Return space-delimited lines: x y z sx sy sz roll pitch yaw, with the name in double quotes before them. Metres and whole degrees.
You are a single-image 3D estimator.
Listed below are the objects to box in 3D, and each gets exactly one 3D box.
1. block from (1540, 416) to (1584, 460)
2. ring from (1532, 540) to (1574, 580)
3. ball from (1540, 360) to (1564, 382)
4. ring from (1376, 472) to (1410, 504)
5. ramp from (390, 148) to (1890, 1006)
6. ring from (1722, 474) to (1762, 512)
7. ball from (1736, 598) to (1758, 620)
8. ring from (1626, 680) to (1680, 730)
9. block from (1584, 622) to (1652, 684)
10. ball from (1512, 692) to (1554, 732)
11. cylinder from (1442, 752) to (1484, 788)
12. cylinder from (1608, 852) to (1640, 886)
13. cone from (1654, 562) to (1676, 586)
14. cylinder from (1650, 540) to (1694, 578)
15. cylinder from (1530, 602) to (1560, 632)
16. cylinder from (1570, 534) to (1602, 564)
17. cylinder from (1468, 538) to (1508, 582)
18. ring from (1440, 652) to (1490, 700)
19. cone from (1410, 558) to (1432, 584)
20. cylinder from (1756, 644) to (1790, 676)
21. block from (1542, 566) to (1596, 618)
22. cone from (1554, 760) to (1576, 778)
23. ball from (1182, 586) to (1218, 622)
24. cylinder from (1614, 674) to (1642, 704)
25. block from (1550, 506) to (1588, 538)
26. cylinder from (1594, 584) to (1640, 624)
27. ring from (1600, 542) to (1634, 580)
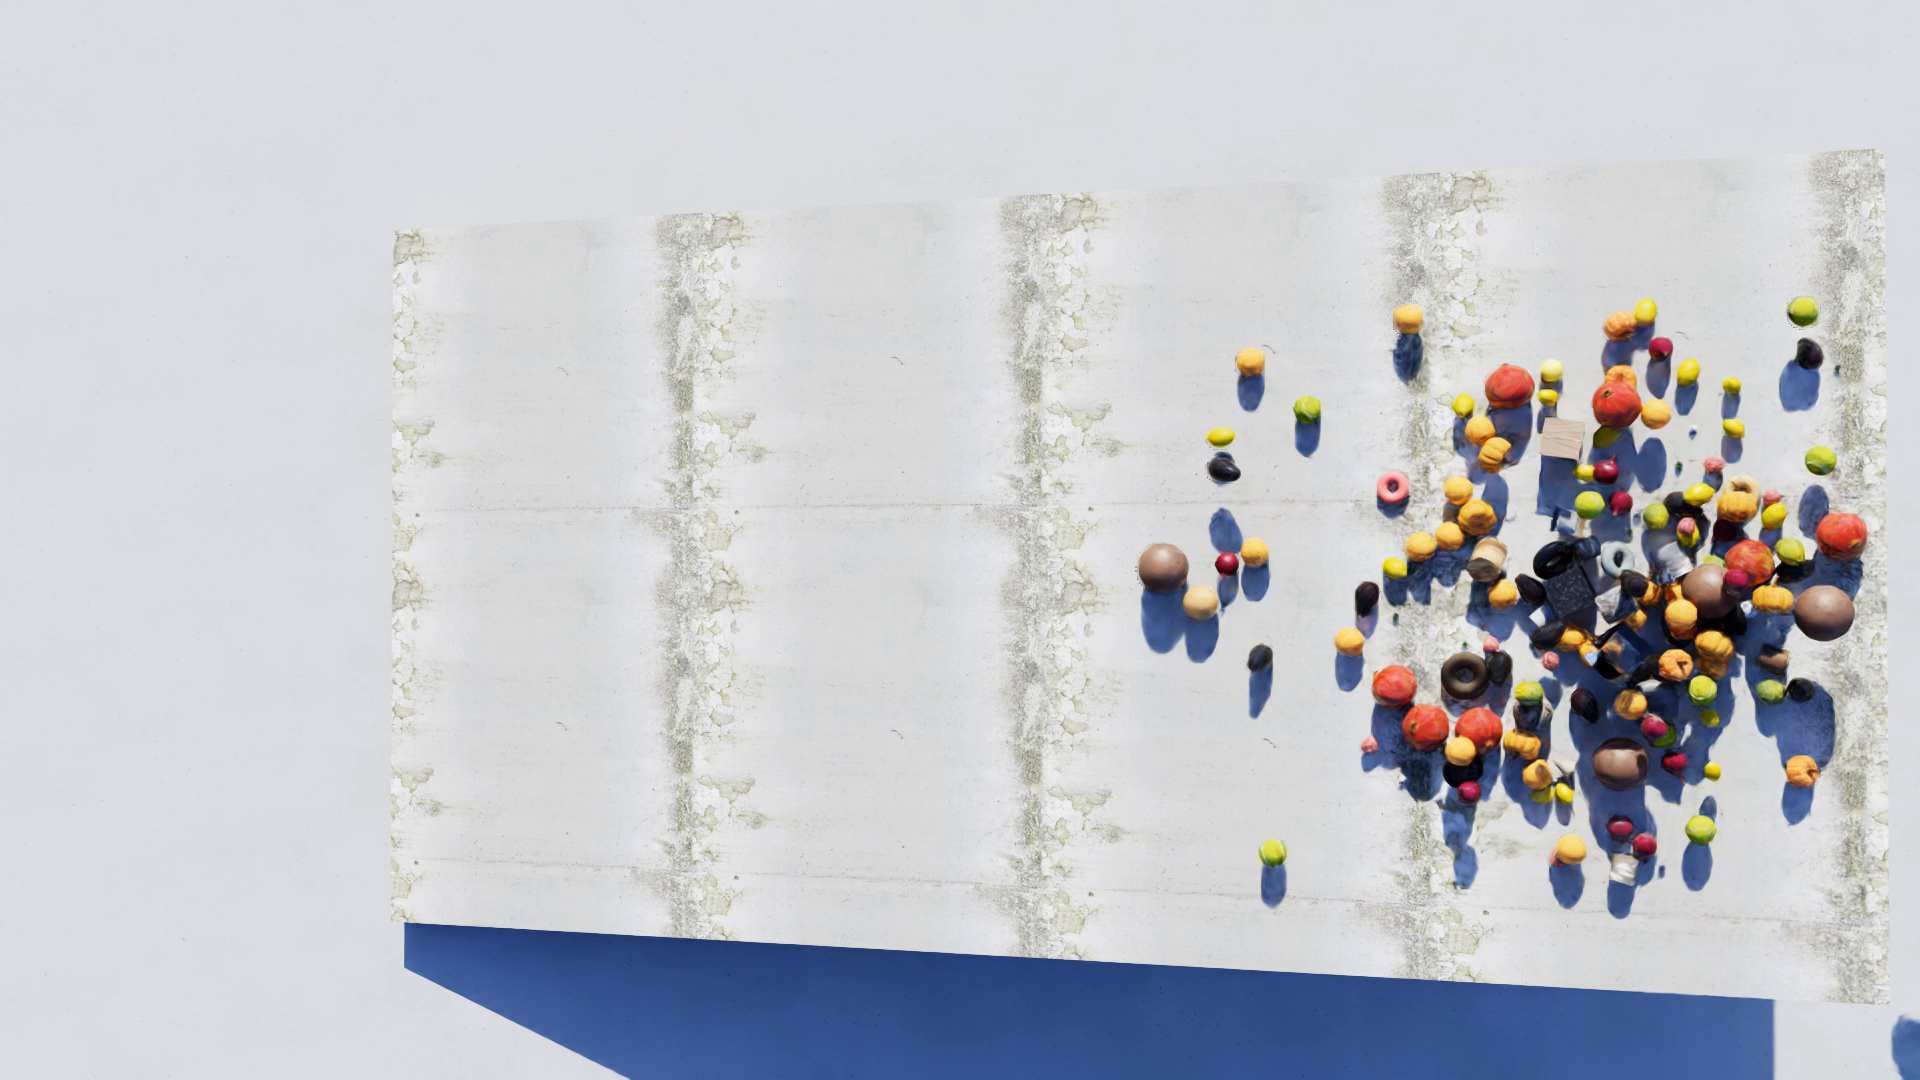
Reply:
"block" 1.456 -0.244 5.317 0.090 0.090 0.090 9 92 18
"ring" 1.434 0.049 5.319 0.109 0.036 0.109 -13 130 -15
"ball" 1.438 -0.412 5.344 0.055 0.055 0.055 0 89 0
"ring" 1.077 -0.130 5.470 0.083 0.028 0.083 -2 86 20
"ramp" 0.276 0.093 5.794 4.000 0.100 2.000 0 89 18
"ring" 1.855 -0.112 5.218 0.089 0.030 0.089 1 92 14
"ball" 1.856 0.164 5.187 0.052 0.052 0.052 0 89 0
"ring" 1.642 0.392 5.213 0.120 0.040 0.120 1 93 14
"block" 1.539 0.265 5.144 0.092 0.092 0.092 43 72 3
"ball" 1.388 0.418 5.327 0.095 0.095 0.095 0 89 0
"cylinder" 1.231 0.562 5.376 0.078 0.078 0.078 4 98 30
"cylinder" 1.593 0.788 5.274 0.062 0.062 0.062 14 94 0
"cone" 1.667 0.078 5.202 0.055 0.055 0.055 2 79 0
"cylinder" 1.697 0.051 5.242 0.078 0.078 0.078 -25 82 0
"cylinder" 1.422 0.186 5.341 0.053 0.053 0.053 45 103 1
"cylinder" 1.510 0.021 5.302 0.053 0.053 0.053 -22 89 -2
"cylinder" 1.285 0.049 5.357 0.079 0.079 0.079 34 49 0
"ring" 1.242 0.335 5.405 0.120 0.040 0.120 0 89 19
"cone" 1.152 0.068 5.444 0.057 0.057 0.057 31 70 0
"cylinder" 1.913 0.281 5.178 0.062 0.062 0.062 17 89 23
"block" 1.472 0.125 5.302 0.093 0.093 0.093 -27 81 19
"cone" 1.455 0.543 5.317 0.051 0.051 0.051 30 89 3
"ball" 0.611 0.160 5.584 0.091 0.091 0.091 0 89 0
"cylinder" 1.615 0.368 5.271 0.064 0.064 0.064 -44 89 13
"block" 1.467 -0.044 5.299 0.061 0.061 0.061 15 95 35
"cylinder" 1.557 0.152 5.210 0.074 0.074 0.074 -31 89 26
"ring" 1.580 0.051 5.284 0.092 0.031 0.092 4 79 -22
